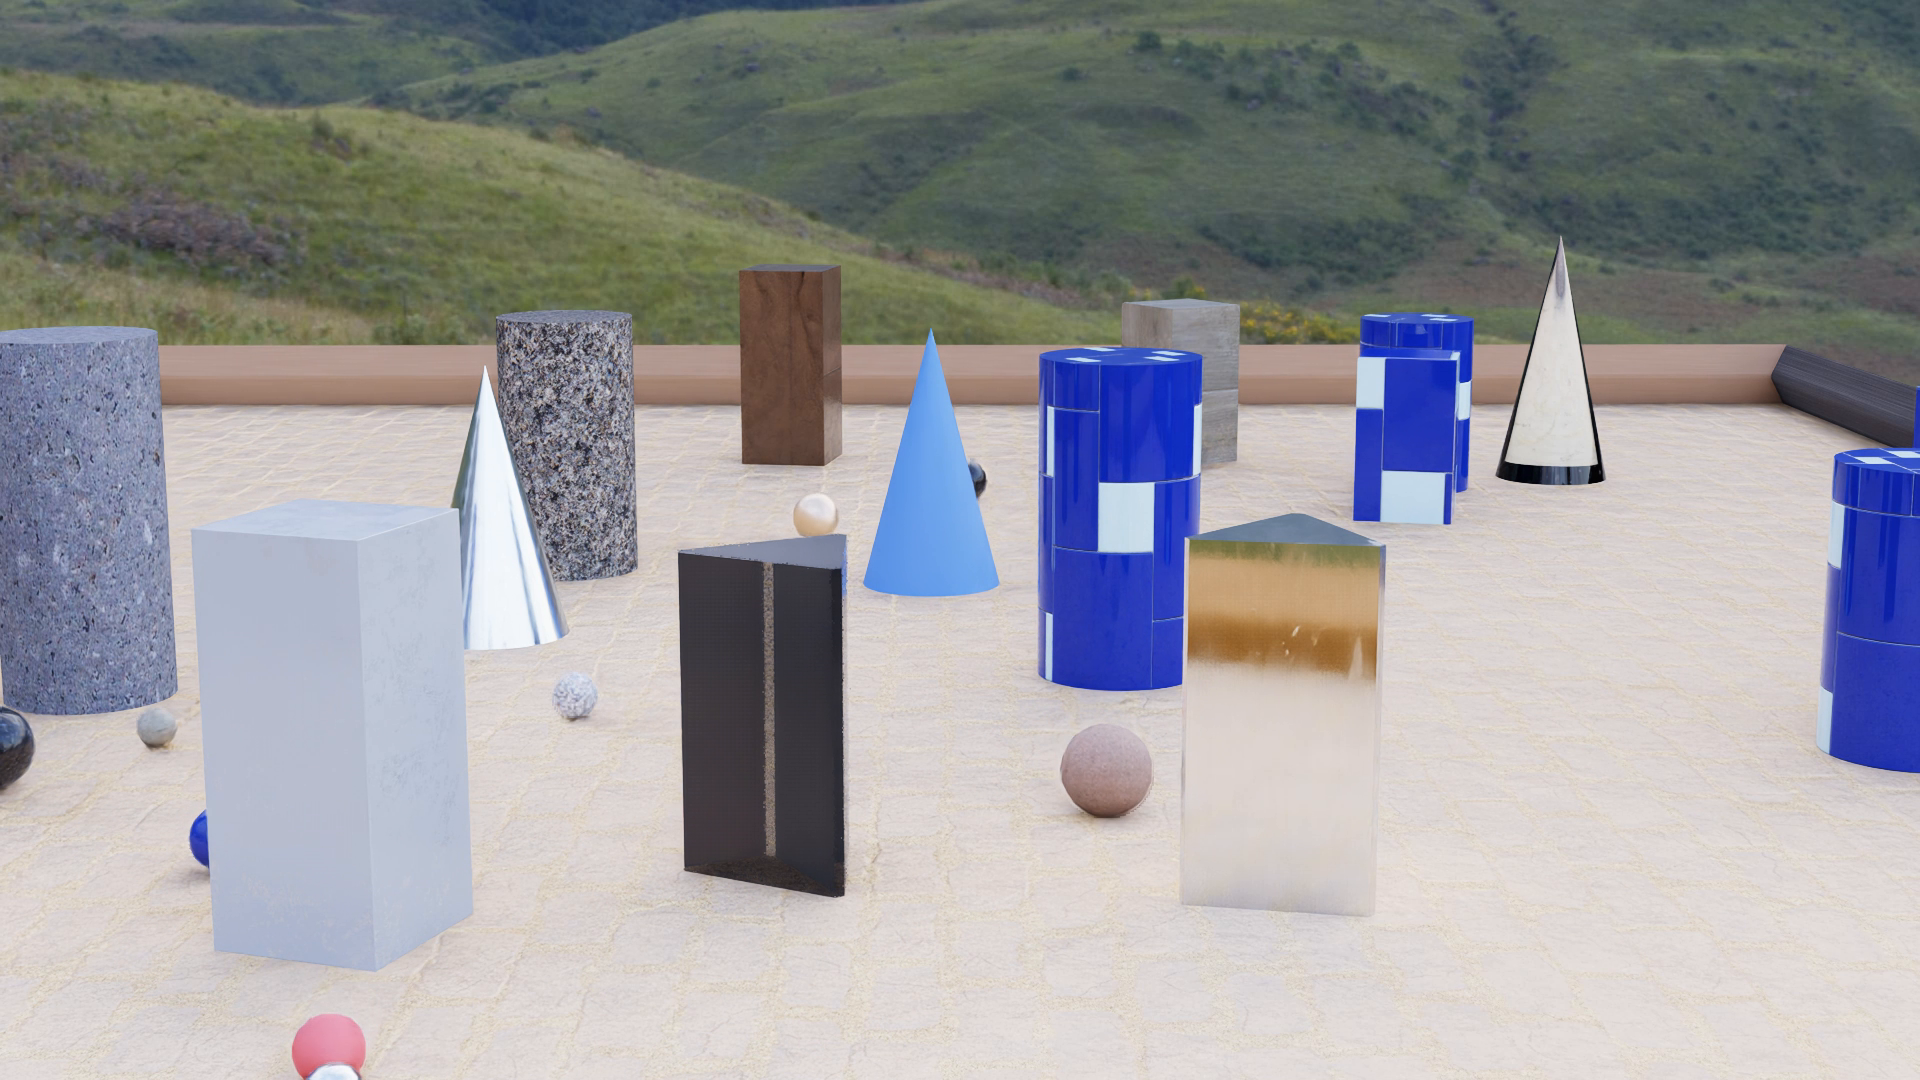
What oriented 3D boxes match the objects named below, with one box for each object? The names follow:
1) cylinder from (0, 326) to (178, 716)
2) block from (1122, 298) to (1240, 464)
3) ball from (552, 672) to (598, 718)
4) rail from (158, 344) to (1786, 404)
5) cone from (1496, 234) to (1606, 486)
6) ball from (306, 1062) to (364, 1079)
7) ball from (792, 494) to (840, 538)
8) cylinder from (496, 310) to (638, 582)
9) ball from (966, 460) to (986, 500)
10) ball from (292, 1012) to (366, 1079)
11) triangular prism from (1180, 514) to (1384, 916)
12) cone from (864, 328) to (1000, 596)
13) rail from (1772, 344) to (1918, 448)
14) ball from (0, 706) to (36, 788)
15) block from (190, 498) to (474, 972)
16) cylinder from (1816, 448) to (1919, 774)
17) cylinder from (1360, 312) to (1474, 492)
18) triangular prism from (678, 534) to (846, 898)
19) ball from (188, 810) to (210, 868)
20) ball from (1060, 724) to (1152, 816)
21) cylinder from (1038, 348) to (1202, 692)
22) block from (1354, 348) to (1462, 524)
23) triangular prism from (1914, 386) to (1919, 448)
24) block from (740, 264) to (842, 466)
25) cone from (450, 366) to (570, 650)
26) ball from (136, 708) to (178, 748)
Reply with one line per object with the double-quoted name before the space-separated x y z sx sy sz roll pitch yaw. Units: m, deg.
"cylinder" -1.016 -0.027 2.962 0.194 0.422 0.194 0 11 0
"block" 0.407 -0.294 4.763 0.155 0.290 0.155 -7 12 -32
"ball" -0.434 0.175 2.894 0.051 0.051 0.051 0 11 0
"rail" -0.012 -0.354 5.532 3.607 0.126 0.045 0 11 0
"cone" 1.055 -0.325 4.546 0.194 0.431 0.194 0 11 0
"ball" -0.434 0.385 1.781 0.045 0.045 0.045 0 11 0
"ball" -0.222 -0.035 3.964 0.073 0.073 0.073 0 11 0
"cylinder" -0.569 -0.140 3.718 0.194 0.369 0.194 0 11 0
"ball" 0.006 -0.097 4.284 0.077 0.077 0.077 0 11 0
"ball" -0.455 0.368 1.850 0.053 0.053 0.053 0 11 0
"triangular prism" 0.290 0.149 2.278 0.168 0.326 0.146 2 11 12
"cone" -0.041 -0.118 3.614 0.194 0.364 0.194 0 11 0
"rail" 1.780 0.031 3.459 0.045 0.126 4.284 0 11 0
"ball" -0.984 0.211 2.607 0.085 0.085 0.085 0 11 0
"block" -0.522 0.158 2.149 0.155 0.357 0.155 4 11 19
"cylinder" 1.022 0.071 2.730 0.194 0.314 0.194 0 11 0
"cylinder" 0.789 -0.239 4.456 0.194 0.294 0.194 0 11 0
"triangular prism" -0.144 0.152 2.346 0.168 0.296 0.146 6 12 28
"ball" -0.675 0.272 2.346 0.059 0.059 0.059 0 11 0
"ball" 0.144 0.225 2.514 0.090 0.090 0.090 0 11 0
"cylinder" 0.191 -0.029 3.078 0.194 0.385 0.194 0 11 0
"block" 0.728 -0.171 4.174 0.155 0.263 0.155 2 11 13
"triangular prism" 1.332 -0.048 3.400 0.146 0.304 0.168 8 13 38
"block" -0.312 -0.327 4.758 0.155 0.356 0.155 2 11 10
"cone" -0.604 -0.051 3.294 0.194 0.349 0.194 0 11 0
"ball" -0.867 0.203 2.768 0.042 0.042 0.042 0 11 0
